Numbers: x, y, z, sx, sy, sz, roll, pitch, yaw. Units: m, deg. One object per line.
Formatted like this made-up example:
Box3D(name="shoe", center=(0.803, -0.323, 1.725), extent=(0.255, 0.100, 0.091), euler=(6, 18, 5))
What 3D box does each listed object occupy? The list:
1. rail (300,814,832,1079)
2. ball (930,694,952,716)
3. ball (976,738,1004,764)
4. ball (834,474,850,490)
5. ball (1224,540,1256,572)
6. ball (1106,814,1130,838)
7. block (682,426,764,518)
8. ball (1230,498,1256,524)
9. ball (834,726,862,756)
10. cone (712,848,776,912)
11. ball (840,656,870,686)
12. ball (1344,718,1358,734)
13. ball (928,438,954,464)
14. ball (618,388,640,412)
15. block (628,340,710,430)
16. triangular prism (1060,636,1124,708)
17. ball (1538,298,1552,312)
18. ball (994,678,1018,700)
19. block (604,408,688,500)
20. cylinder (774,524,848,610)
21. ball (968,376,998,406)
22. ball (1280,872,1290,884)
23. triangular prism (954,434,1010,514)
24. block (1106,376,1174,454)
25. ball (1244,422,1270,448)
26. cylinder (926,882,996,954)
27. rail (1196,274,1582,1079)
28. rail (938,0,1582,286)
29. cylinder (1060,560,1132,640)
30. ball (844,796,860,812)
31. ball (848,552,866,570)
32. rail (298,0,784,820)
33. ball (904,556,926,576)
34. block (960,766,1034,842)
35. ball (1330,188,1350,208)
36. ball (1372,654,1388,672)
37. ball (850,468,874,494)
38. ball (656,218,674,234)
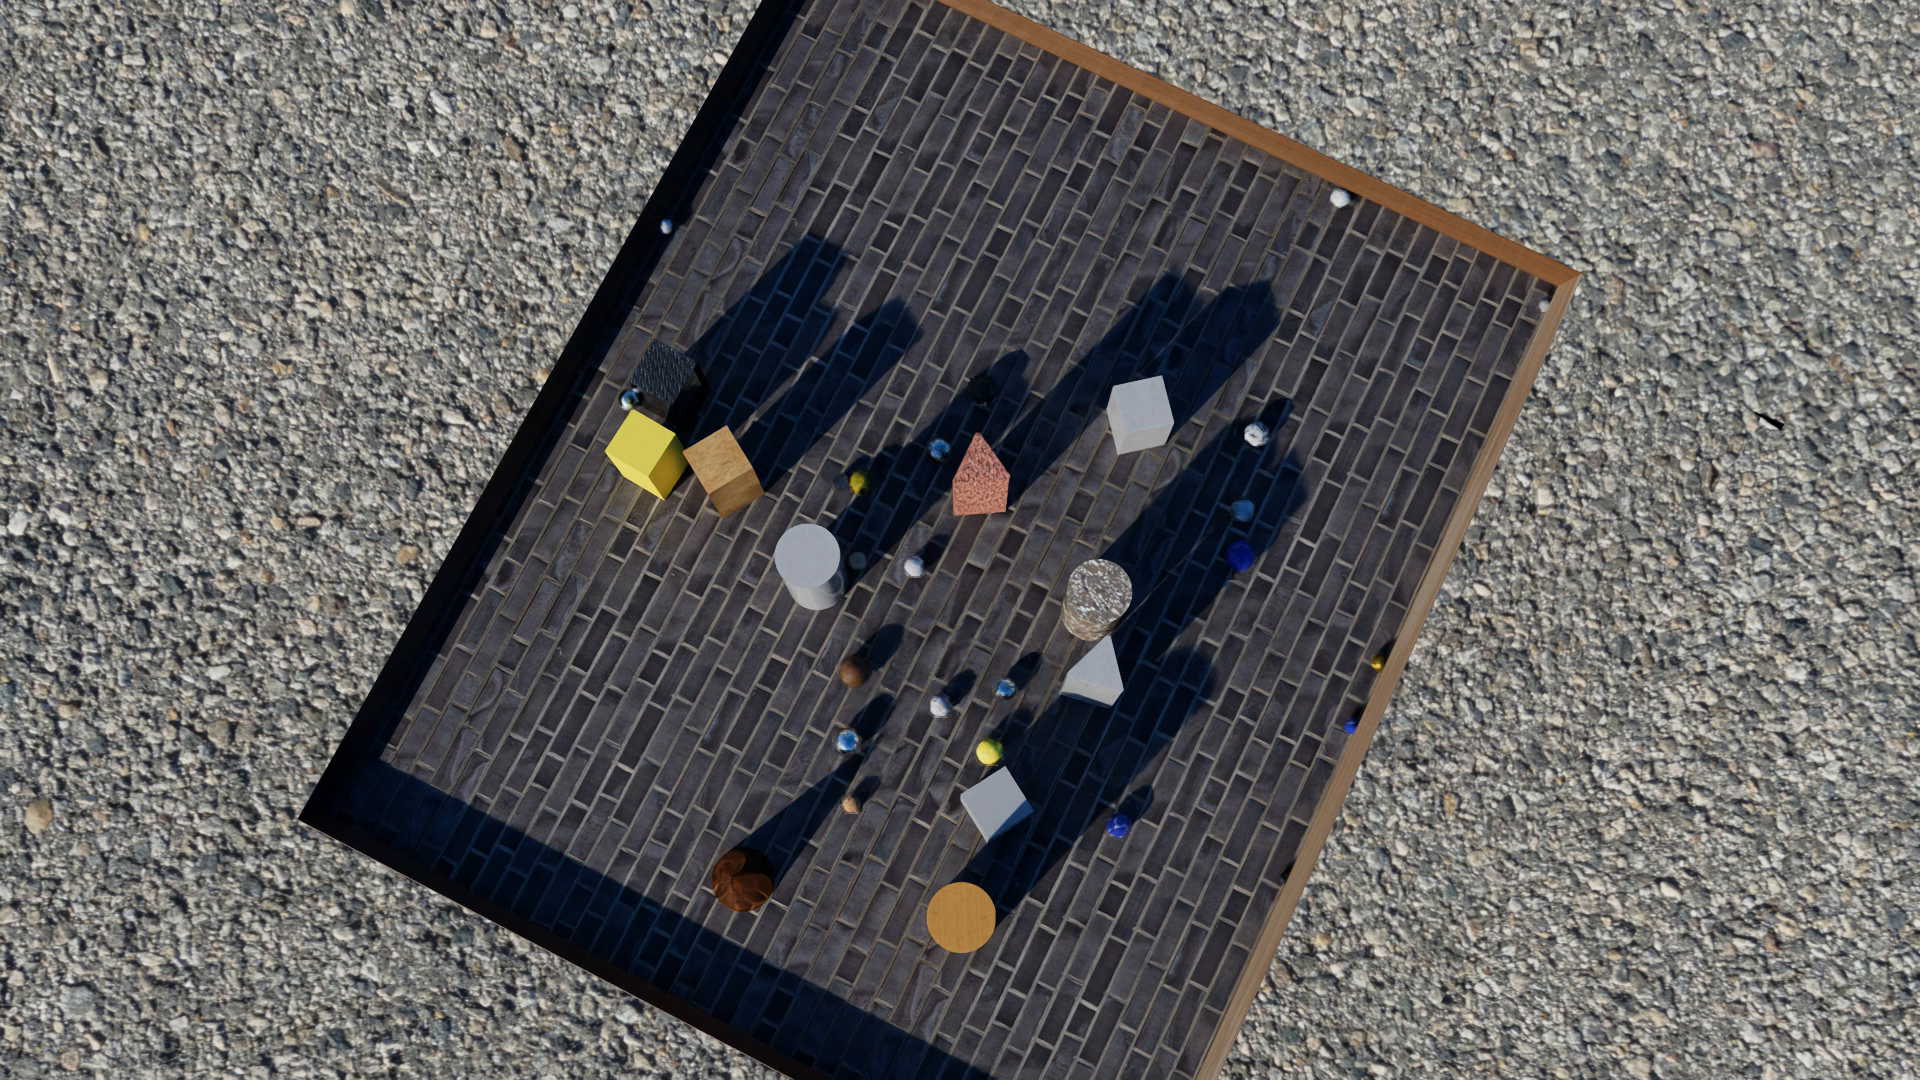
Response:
Box3D(name="rail", center=(-0.709, 1.395, 5.265), extent=(2.700, 0.122, 0.045), euler=(26, 80, 5))
Box3D(name="ball", center=(-0.058, 0.494, 5.480), extent=(0.067, 0.067, 0.067), euler=(0, 78, 0))
Box3D(name="ball", center=(0.089, 0.628, 5.446), extent=(0.079, 0.079, 0.079), euler=(0, 78, 0))
Box3D(name="ball", center=(-0.364, -0.178, 5.626), extent=(0.052, 0.052, 0.052), euler=(0, 78, 0))
Box3D(name="ball", center=(0.850, 0.048, 5.559), extent=(0.094, 0.094, 0.094), euler=(0, 78, 0))
Box3D(name="ball", center=(0.466, 0.842, 5.406), extent=(0.072, 0.072, 0.072), euler=(0, 78, 0))
Box3D(name="block", center=(-0.704, -0.200, 5.487), extent=(0.150, 0.334, 0.150), euler=(-31, 80, -6))
Box3D(name="ball", center=(0.863, -0.090, 5.596), extent=(0.077, 0.077, 0.077), euler=(0, 78, 0))
Box3D(name="ball", center=(-0.332, 0.598, 5.449), extent=(0.085, 0.085, 0.085), euler=(0, 78, 0))
Box3D(name="cone", center=(-0.639, 0.973, 5.266), extent=(0.188, 0.291, 0.188), euler=(0, 78, 0))
Box3D(name="ball", center=(-0.316, 0.393, 5.489), extent=(0.091, 0.091, 0.091), euler=(0, 78, 0))
Box3D(name="ball", center=(1.174, 0.558, 5.476), extent=(0.048, 0.048, 0.048), euler=(0, 78, 0))
Box3D(name="ball", center=(-0.060, -0.274, 5.631), extent=(0.082, 0.082, 0.082), euler=(0, 78, 0))
Box3D(name="ball", center=(-1.022, -0.432, 5.670), extent=(0.071, 0.071, 0.071), euler=(0, 78, 0))
Box3D(name="block", center=(-0.878, -0.468, 5.563), extent=(0.150, 0.294, 0.150), euler=(28, 80, 5))
Box3D(name="triangular prism", center=(0.396, 0.375, 5.323), extent=(0.163, 0.422, 0.141), euler=(16, 79, 3))
Box3D(name="ball", center=(1.837, -0.735, 5.746), extent=(0.043, 0.043, 0.043), euler=(0, 78, 0))
Box3D(name="ball", center=(0.138, 0.446, 5.488), extent=(0.070, 0.070, 0.070), euler=(0, 78, 0))
Box3D(name="block", center=(-0.935, -0.254, 5.510), extent=(0.150, 0.311, 0.150), euler=(30, 80, 6))
Box3D(name="cylinder", center=(-0.435, 0.083, 5.405), extent=(0.188, 0.380, 0.188), euler=(0, 78, 0))
Box3D(name="ball", center=(0.072, -0.461, 5.667), extent=(0.089, 0.089, 0.089), euler=(0, 78, 0))
Box3D(name="ball", center=(0.960, 0.996, 5.390), extent=(0.040, 0.040, 0.040), euler=(0, 78, 0))
Box3D(name="triangular prism", center=(0.056, -0.196, 5.438), extent=(0.163, 0.428, 0.141), euler=(-5, 78, -1))
Box3D(name="block", center=(0.545, -0.377, 5.564), extent=(0.150, 0.256, 0.150), euler=(-12, 79, -3))
Box3D(name="ball", center=(0.914, -0.325, 5.644), extent=(0.078, 0.078, 0.078), euler=(0, 78, 0))
Box3D(name="cylinder", center=(0.004, 1.063, 5.161), extent=(0.188, 0.461, 0.188), euler=(0, 78, 0))
Box3D(name="rail", center=(1.186, 0.587, 5.432), extent=(0.045, 0.122, 3.219), euler=(26, 80, 5))
Box3D(name="rail", center=(0.709, -1.382, 5.839), extent=(2.700, 0.122, 0.045), euler=(26, 80, 5))
Box3D(name="cylinder", center=(0.400, 0.180, 5.408), extent=(0.188, 0.334, 0.188), euler=(0, 78, 0))
Box3D(name="ball", center=(-0.320, 0.782, 5.428), extent=(0.052, 0.052, 0.052), euler=(0, 78, 0))
Box3D(name="ball", center=(-0.312, 0.063, 5.574), extent=(0.057, 0.057, 0.057), euler=(0, 78, 0))
Box3D(name="rail", center=(-1.186, -0.574, 5.672), extent=(0.045, 0.122, 3.219), euler=(26, 80, 5))
Box3D(name="ball", center=(-0.136, 0.079, 5.567), extent=(0.064, 0.064, 0.064), euler=(0, 78, 0))
Box3D(name="block", center=(0.105, 0.770, 5.316), extent=(0.150, 0.277, 0.150), euler=(-32, 80, -6))
Box3D(name="ball", center=(1.207, -1.086, 5.809), extent=(0.063, 0.063, 0.063), euler=(0, 78, 0))
Box3D(name="ball", center=(1.266, 0.370, 5.513), extent=(0.052, 0.052, 0.052), euler=(0, 78, 0))
Box3D(name="ball", center=(-0.299, -0.180, 5.615), extent=(0.077, 0.077, 0.077), euler=(0, 78, 0))
Box3D(name="ball", center=(-0.933, -0.994, 5.795), extent=(0.052, 0.052, 0.052), euler=(0, 78, 0))
